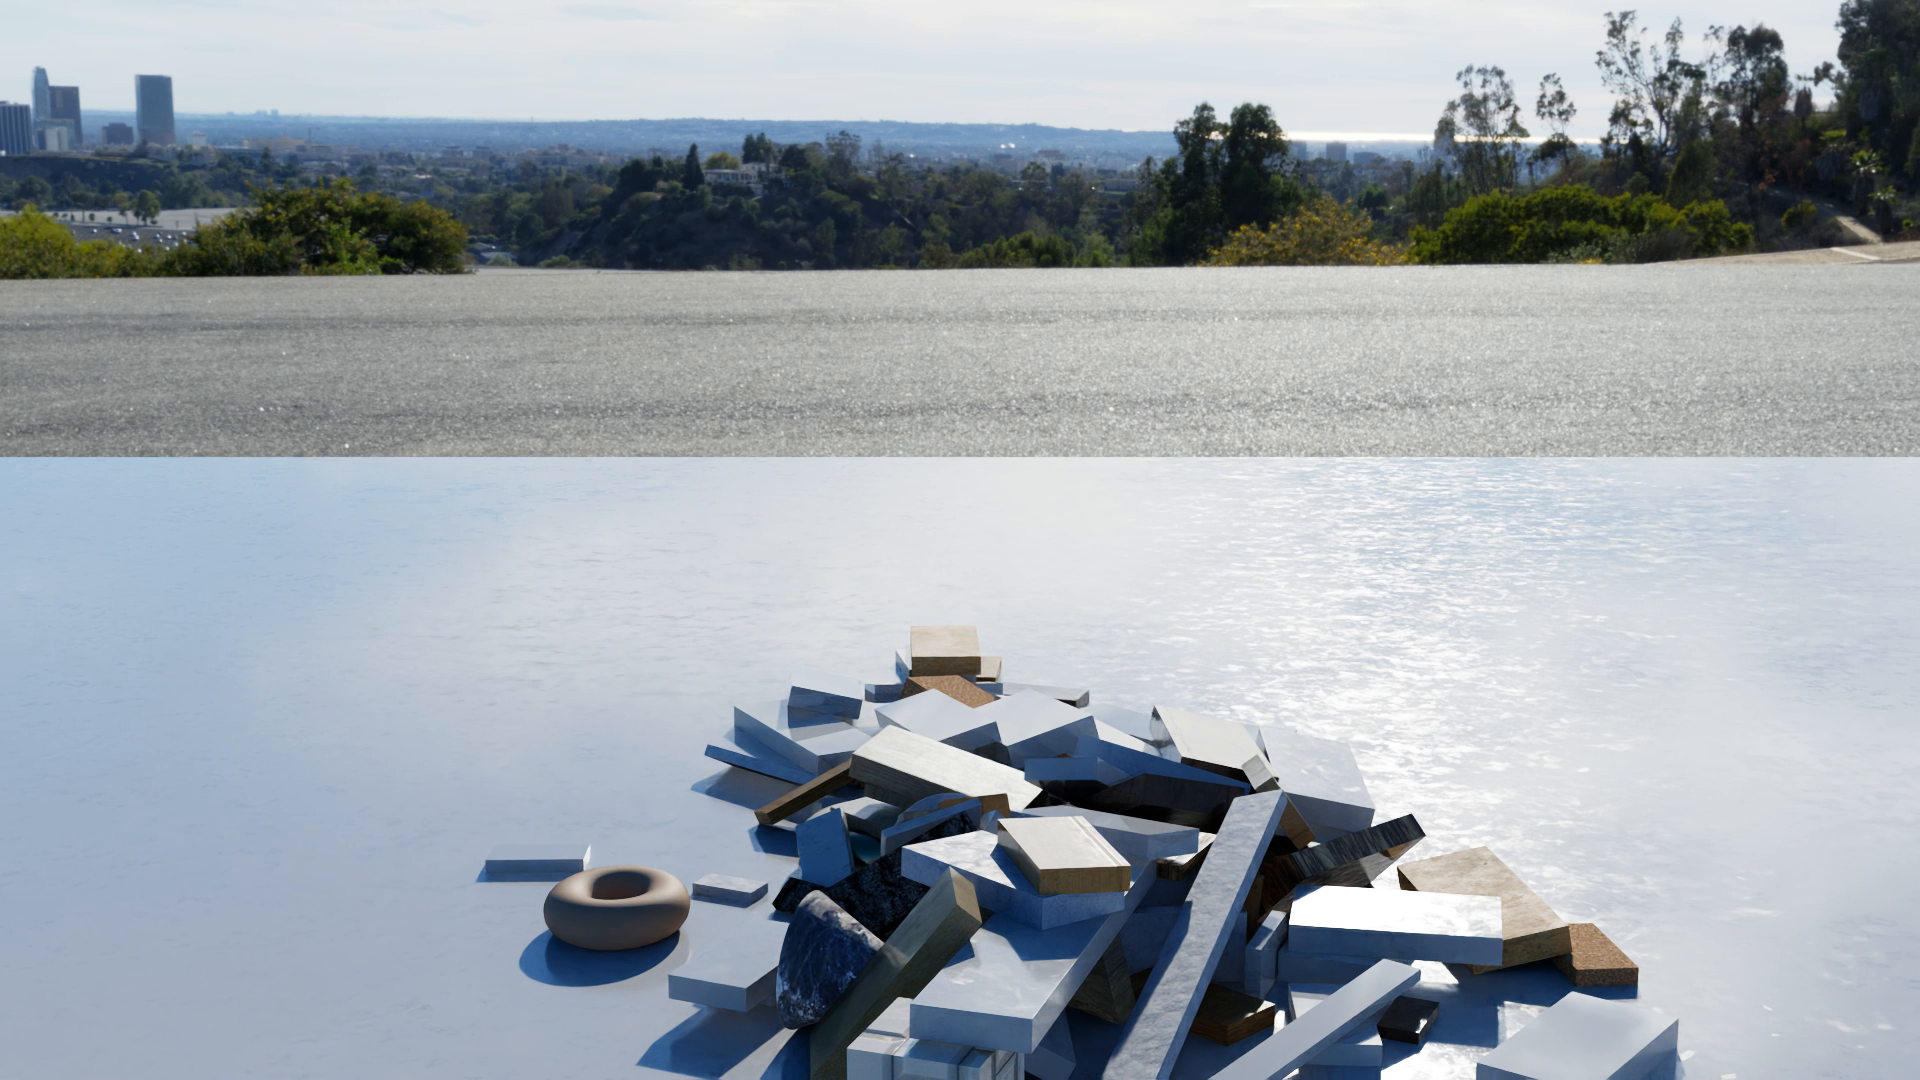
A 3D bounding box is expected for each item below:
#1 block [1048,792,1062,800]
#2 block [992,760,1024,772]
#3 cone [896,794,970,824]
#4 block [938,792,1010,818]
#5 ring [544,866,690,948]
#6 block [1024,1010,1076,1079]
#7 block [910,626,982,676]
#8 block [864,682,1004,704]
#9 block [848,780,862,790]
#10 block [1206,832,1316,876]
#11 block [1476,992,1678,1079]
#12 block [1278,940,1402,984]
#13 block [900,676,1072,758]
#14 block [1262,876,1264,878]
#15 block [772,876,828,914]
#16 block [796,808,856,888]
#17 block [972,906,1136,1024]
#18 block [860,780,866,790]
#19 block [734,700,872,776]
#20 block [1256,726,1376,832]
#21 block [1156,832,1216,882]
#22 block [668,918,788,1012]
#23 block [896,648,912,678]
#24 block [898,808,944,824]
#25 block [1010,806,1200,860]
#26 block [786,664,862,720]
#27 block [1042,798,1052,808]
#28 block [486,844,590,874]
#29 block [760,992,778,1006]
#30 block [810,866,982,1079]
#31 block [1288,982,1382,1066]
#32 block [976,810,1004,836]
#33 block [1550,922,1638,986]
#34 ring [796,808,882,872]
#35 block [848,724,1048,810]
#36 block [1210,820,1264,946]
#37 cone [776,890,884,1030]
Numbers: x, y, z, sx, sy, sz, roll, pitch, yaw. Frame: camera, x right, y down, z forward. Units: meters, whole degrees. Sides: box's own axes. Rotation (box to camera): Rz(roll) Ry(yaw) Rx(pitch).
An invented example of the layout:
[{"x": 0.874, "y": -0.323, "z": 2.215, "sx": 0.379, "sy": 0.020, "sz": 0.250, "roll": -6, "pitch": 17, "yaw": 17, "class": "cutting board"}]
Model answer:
[{"x": 0.284, "y": 0.462, "z": 4.016, "sx": 0.276, "sy": 0.039, "sz": 0.138, "roll": 14, "pitch": 8, "yaw": 6, "class": "block"}, {"x": 0.105, "y": 0.415, "z": 3.946, "sx": 0.081, "sy": 0.023, "sz": 0.163, "roll": -6, "pitch": 6, "yaw": -24, "class": "block"}, {"x": -0.048, "y": 0.551, "z": 3.596, "sx": 0.233, "sy": 0.233, "sz": 0.233, "roll": -4, "pitch": -15, "yaw": -21, "class": "cone"}, {"x": 0.038, "y": 0.517, "z": 3.489, "sx": 0.109, "sy": 0.219, "sz": 0.031, "roll": -4, "pitch": -16, "yaw": -21, "class": "block"}, {"x": -0.545, "y": 0.583, "z": 3.497, "sx": 0.232, "sy": 0.077, "sz": 0.232, "roll": 0, "pitch": 12, "yaw": 0, "class": "ring"}, {"x": 0.078, "y": 0.651, "z": 3.046, "sx": 0.142, "sy": 0.040, "sz": 0.284, "roll": 29, "pitch": 9, "yaw": -7, "class": "block"}, {"x": -0.035, "y": 0.250, "z": 5.008, "sx": 0.153, "sy": 0.043, "sz": 0.306, "roll": 0, "pitch": 11, "yaw": -2, "class": "block"}, {"x": -0.057, "y": 0.327, "z": 4.721, "sx": 0.276, "sy": 0.039, "sz": 0.138, "roll": 0, "pitch": -2, "yaw": -11, "class": "block"}, {"x": -0.166, "y": 0.471, "z": 4.162, "sx": 0.148, "sy": 0.021, "sz": 0.074, "roll": 10, "pitch": -13, "yaw": 45, "class": "block"}, {"x": 0.503, "y": 0.531, "z": 3.748, "sx": 0.124, "sy": 0.035, "sz": 0.247, "roll": -5, "pitch": 4, "yaw": -31, "class": "block"}, {"x": 0.838, "y": 0.697, "z": 2.974, "sx": 0.155, "sy": 0.044, "sz": 0.310, "roll": 8, "pitch": 13, "yaw": 38, "class": "block"}, {"x": 0.607, "y": 0.617, "z": 3.402, "sx": 0.155, "sy": 0.044, "sz": 0.310, "roll": 4, "pitch": 11, "yaw": 22, "class": "block"}, {"x": 0.059, "y": 0.368, "z": 4.388, "sx": 0.338, "sy": 0.048, "sz": 0.169, "roll": 30, "pitch": 16, "yaw": 34, "class": "block"}, {"x": 0.520, "y": 0.564, "z": 3.764, "sx": 0.061, "sy": 0.017, "sz": 0.121, "roll": -4, "pitch": 11, "yaw": -23, "class": "block"}, {"x": -0.246, "y": 0.585, "z": 3.569, "sx": 0.112, "sy": 0.016, "sz": 0.056, "roll": 8, "pitch": 50, "yaw": 37, "class": "block"}, {"x": -0.222, "y": 0.526, "z": 3.652, "sx": 0.084, "sy": 0.024, "sz": 0.168, "roll": -24, "pitch": 39, "yaw": 7, "class": "block"}, {"x": 0.127, "y": 0.599, "z": 3.215, "sx": 0.283, "sy": 0.142, "sz": 0.040, "roll": 11, "pitch": 33, "yaw": 45, "class": "block"}, {"x": -0.111, "y": 0.429, "z": 4.100, "sx": 0.149, "sy": 0.016, "sz": 0.057, "roll": -14, "pitch": -20, "yaw": -31, "class": "block"}, {"x": -0.314, "y": 0.404, "z": 4.551, "sx": 0.153, "sy": 0.043, "sz": 0.431, "roll": -6, "pitch": 12, "yaw": -28, "class": "block"}, {"x": 0.663, "y": 0.449, "z": 4.140, "sx": 0.178, "sy": 0.050, "sz": 0.356, "roll": 11, "pitch": 14, "yaw": -1, "class": "block"}, {"x": 0.334, "y": 0.486, "z": 3.405, "sx": 0.084, "sy": 0.024, "sz": 0.167, "roll": 5, "pitch": 12, "yaw": 27, "class": "block"}, {"x": -0.306, "y": 0.619, "z": 3.218, "sx": 0.126, "sy": 0.036, "sz": 0.252, "roll": 5, "pitch": 11, "yaw": 23, "class": "block"}, {"x": -0.086, "y": 0.293, "z": 5.187, "sx": 0.102, "sy": 0.029, "sz": 0.203, "roll": -2, "pitch": 11, "yaw": -10, "class": "block"}, {"x": -0.025, "y": 0.529, "z": 3.427, "sx": 0.109, "sy": 0.219, "sz": 0.031, "roll": -4, "pitch": -17, "yaw": -18, "class": "block"}, {"x": 0.219, "y": 0.447, "z": 3.367, "sx": 0.264, "sy": 0.037, "sz": 0.132, "roll": 4, "pitch": 1, "yaw": 41, "class": "block"}, {"x": -0.296, "y": 0.330, "z": 4.782, "sx": 0.153, "sy": 0.043, "sz": 0.306, "roll": 12, "pitch": 4, "yaw": -6, "class": "block"}, {"x": 0.110, "y": 0.480, "z": 3.984, "sx": 0.028, "sy": 0.099, "sz": 0.197, "roll": -29, "pitch": 22, "yaw": -22, "class": "block"}, {"x": -0.730, "y": 0.552, "z": 3.811, "sx": 0.167, "sy": 0.024, "sz": 0.084, "roll": 0, "pitch": 11, "yaw": -2, "class": "block"}, {"x": -0.251, "y": 0.635, "z": 3.329, "sx": 0.126, "sy": 0.036, "sz": 0.253, "roll": 7, "pitch": 13, "yaw": 35, "class": "block"}, {"x": -0.089, "y": 0.590, "z": 2.952, "sx": 0.043, "sy": 0.304, "sz": 0.152, "roll": 39, "pitch": 6, "yaw": -10, "class": "block"}, {"x": 0.526, "y": 0.680, "z": 3.098, "sx": 0.108, "sy": 0.031, "sz": 0.216, "roll": 1, "pitch": 11, "yaw": 3, "class": "block"}, {"x": 0.039, "y": 0.535, "z": 3.406, "sx": 0.031, "sy": 0.109, "sz": 0.219, "roll": -25, "pitch": 23, "yaw": 43, "class": "block"}, {"x": 0.955, "y": 0.633, "z": 3.364, "sx": 0.095, "sy": 0.027, "sz": 0.190, "roll": -1, "pitch": 11, "yaw": -5, "class": "block"}, {"x": -0.140, "y": 0.520, "z": 3.795, "sx": 0.285, "sy": 0.095, "sz": 0.285, "roll": -1, "pitch": 10, "yaw": 0, "class": "ring"}, {"x": -0.017, "y": 0.409, "z": 3.766, "sx": 0.309, "sy": 0.044, "sz": 0.154, "roll": 18, "pitch": 20, "yaw": 17, "class": "block"}, {"x": 0.429, "y": 0.553, "z": 3.479, "sx": 0.039, "sy": 0.139, "sz": 0.277, "roll": 5, "pitch": 10, "yaw": -3, "class": "block"}, {"x": -0.126, "y": 0.606, "z": 3.079, "sx": 0.197, "sy": 0.197, "sz": 0.197, "roll": 7, "pitch": 12, "yaw": 19, "class": "cone"}]
